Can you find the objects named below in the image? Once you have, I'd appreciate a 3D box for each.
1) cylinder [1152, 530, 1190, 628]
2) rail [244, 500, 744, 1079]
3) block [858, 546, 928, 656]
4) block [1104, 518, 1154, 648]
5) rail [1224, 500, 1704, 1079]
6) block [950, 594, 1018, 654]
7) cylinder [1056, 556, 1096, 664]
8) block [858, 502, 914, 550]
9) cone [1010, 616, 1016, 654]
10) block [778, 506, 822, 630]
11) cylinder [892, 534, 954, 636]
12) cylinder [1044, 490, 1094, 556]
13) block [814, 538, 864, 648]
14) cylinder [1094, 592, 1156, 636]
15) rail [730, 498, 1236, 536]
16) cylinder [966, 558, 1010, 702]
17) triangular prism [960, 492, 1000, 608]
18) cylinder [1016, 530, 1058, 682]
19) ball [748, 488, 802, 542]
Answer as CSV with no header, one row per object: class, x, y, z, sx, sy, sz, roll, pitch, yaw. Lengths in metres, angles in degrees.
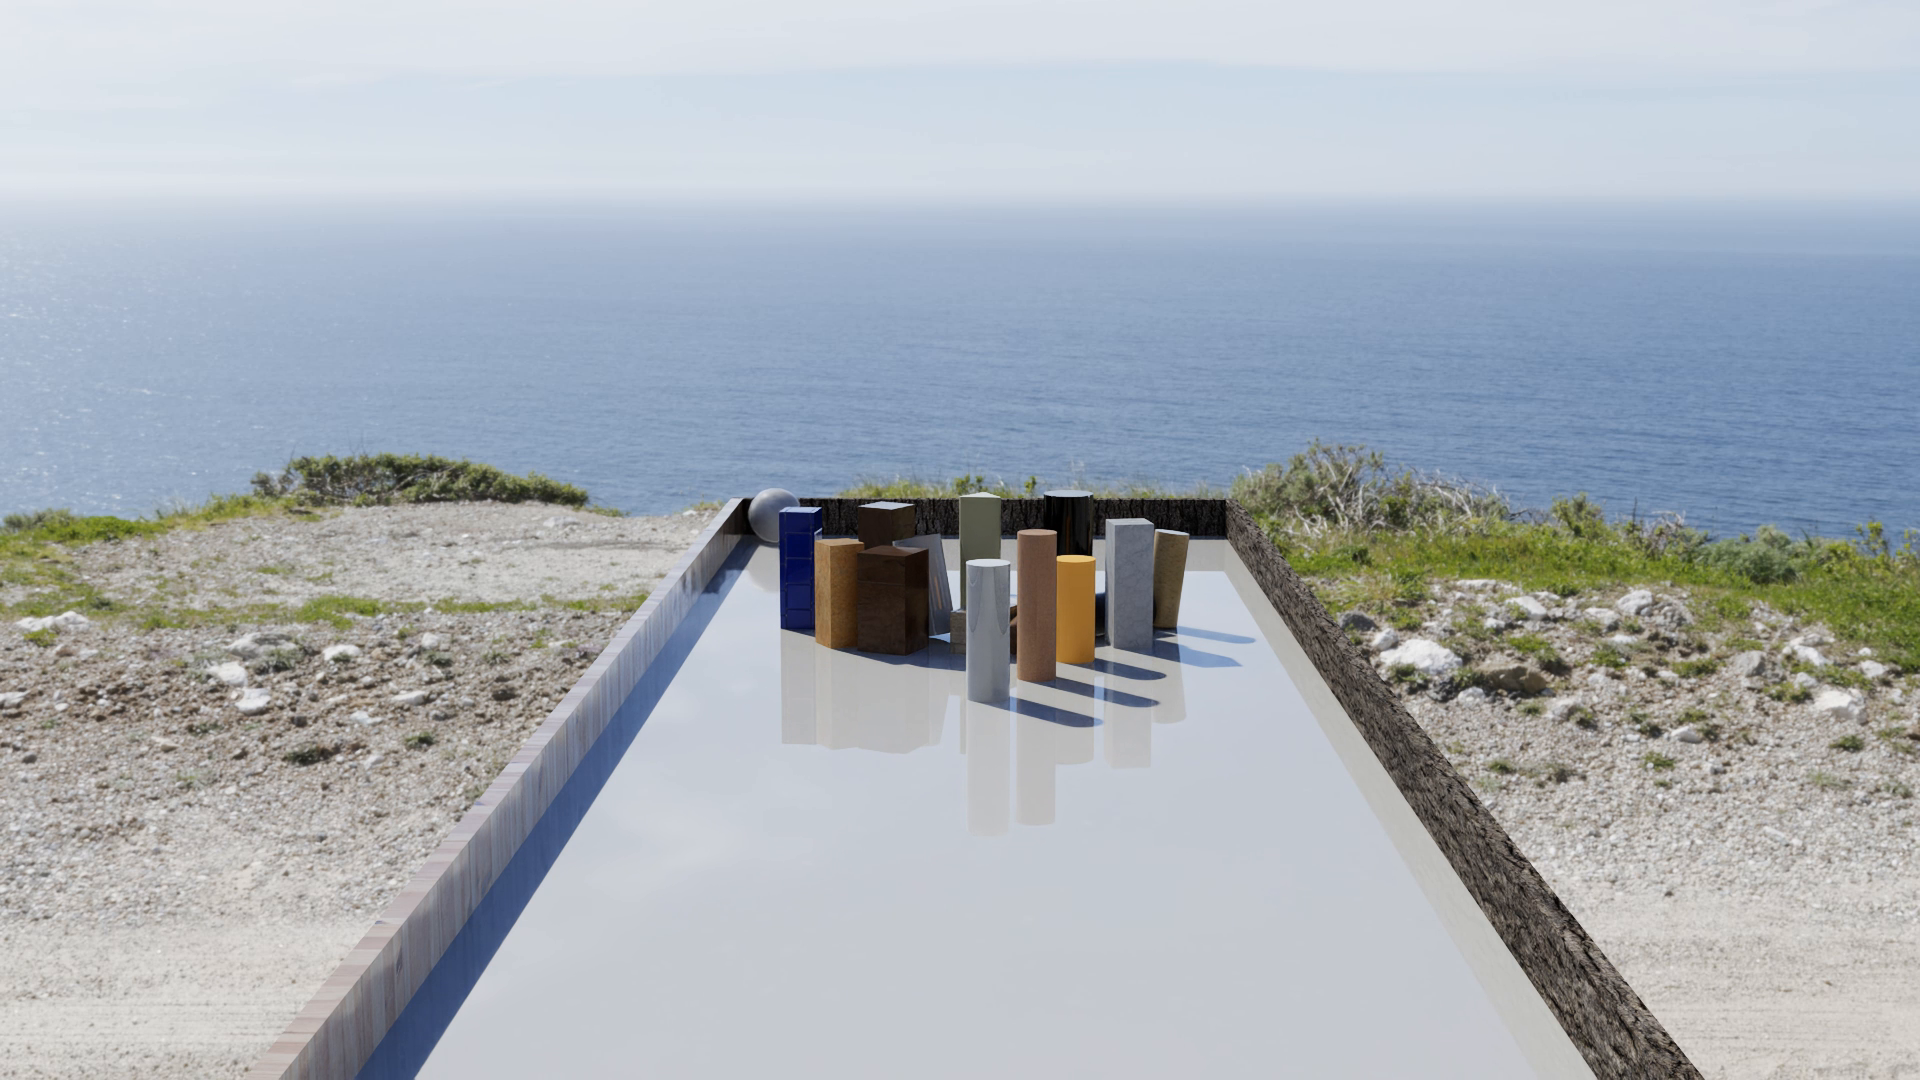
cylinder,0.674,0.126,7.195,0.114,0.307,0.114,7,6,-1
rail,-1.004,0.839,3.234,0.050,0.150,12.000,0,9,1
block,-0.208,0.186,6.843,0.165,0.310,0.165,4,10,25
block,0.531,0.135,6.916,0.125,0.389,0.125,-2,9,-9
rail,1.046,0.843,3.208,0.050,0.150,12.000,0,9,1
block,0.110,0.266,6.912,0.131,0.131,0.353,5,10,28
cylinder,0.346,0.210,6.691,0.131,0.311,0.131,0,9,0
block,-0.239,0.087,7.175,0.133,0.403,0.133,6,11,32
cone,0.249,0.207,6.926,0.101,0.101,0.428,4,30,25
block,-0.520,0.091,7.200,0.117,0.386,0.117,1,9,8
cylinder,-0.112,0.147,6.986,0.155,0.315,0.155,-10,-1,0
cylinder,0.352,0.068,7.168,0.162,0.443,0.162,0,9,0
block,-0.378,0.167,6.917,0.118,0.325,0.118,-5,10,-28
cylinder,0.450,0.237,7.078,0.358,0.137,0.137,-6,11,-34
rail,0.099,-0.098,9.147,2.100,0.150,0.050,0,9,1
cylinder,0.079,0.254,6.172,0.124,0.386,0.124,0,9,0
triangular prism,0.072,0.064,7.234,0.134,0.430,0.116,1,9,7
cylinder,0.224,0.191,6.424,0.115,0.432,0.115,0,9,0
ball,-0.752,-0.101,8.946,0.220,0.220,0.220,0,9,0
